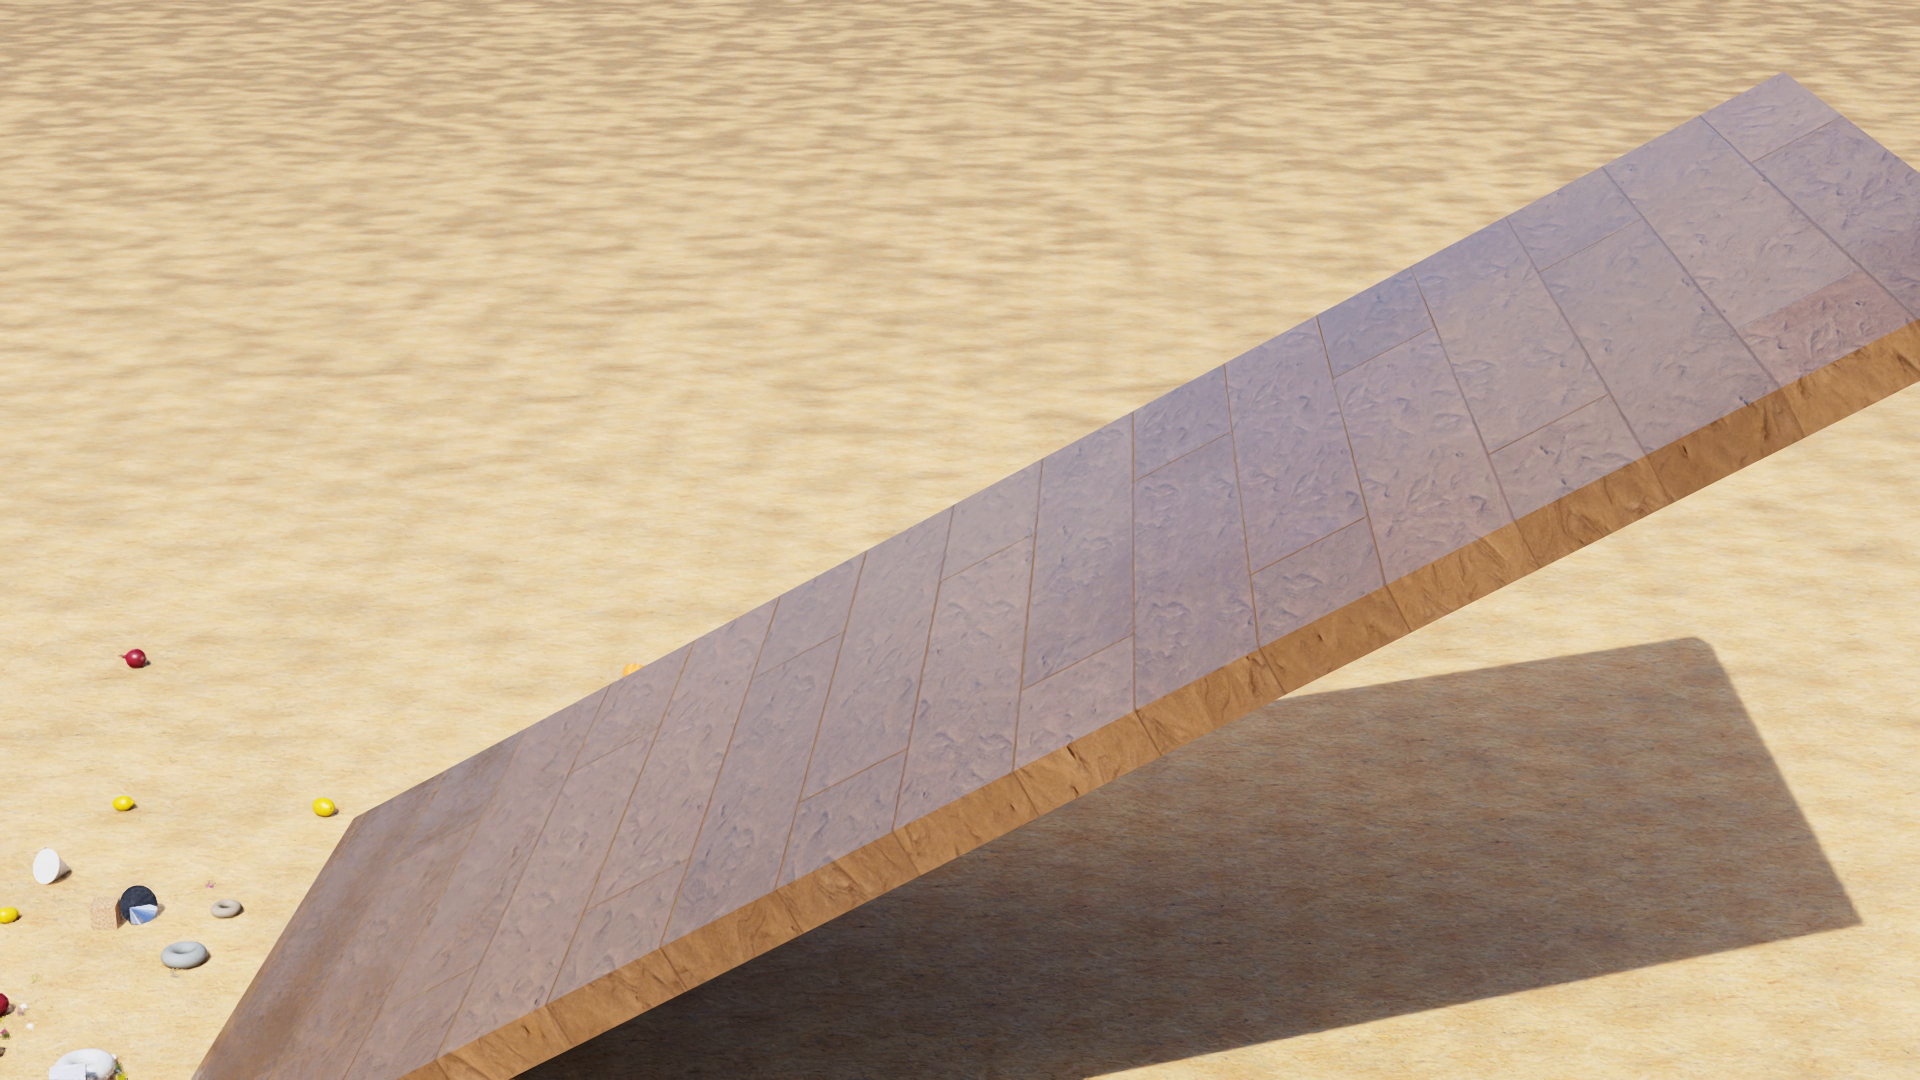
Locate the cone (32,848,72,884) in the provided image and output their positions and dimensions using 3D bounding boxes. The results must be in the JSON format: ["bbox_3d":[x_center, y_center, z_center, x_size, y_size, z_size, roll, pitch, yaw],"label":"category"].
[{"bbox_3d":[-2.291,0.834,7.479,0.090,0.090,0.090,11,-6,30],"label":"cone"}]

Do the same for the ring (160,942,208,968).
[{"bbox_3d":[-1.850,0.989,7.011,0.109,0.036,0.109,-1,17,0],"label":"ring"}]

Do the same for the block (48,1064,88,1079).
[{"bbox_3d":[-1.923,1.184,6.348,0.075,0.075,0.075,-5,19,-14],"label":"block"}]

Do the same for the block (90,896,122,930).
[{"bbox_3d":[-2.091,0.914,7.198,0.061,0.061,0.061,-2,18,-5],"label":"block"}]

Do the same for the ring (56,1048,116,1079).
[{"bbox_3d":[-1.926,1.161,6.473,0.131,0.044,0.131,0,17,0],"label":"ring"}]

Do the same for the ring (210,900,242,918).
[{"bbox_3d":[-1.813,0.911,7.268,0.075,0.025,0.075,1,19,0],"label":"ring"}]

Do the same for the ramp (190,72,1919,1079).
[{"bbox_3d":[0.142,0.167,6.283,4.000,0.100,2.000,-27,14,11],"label":"ramp"}]
